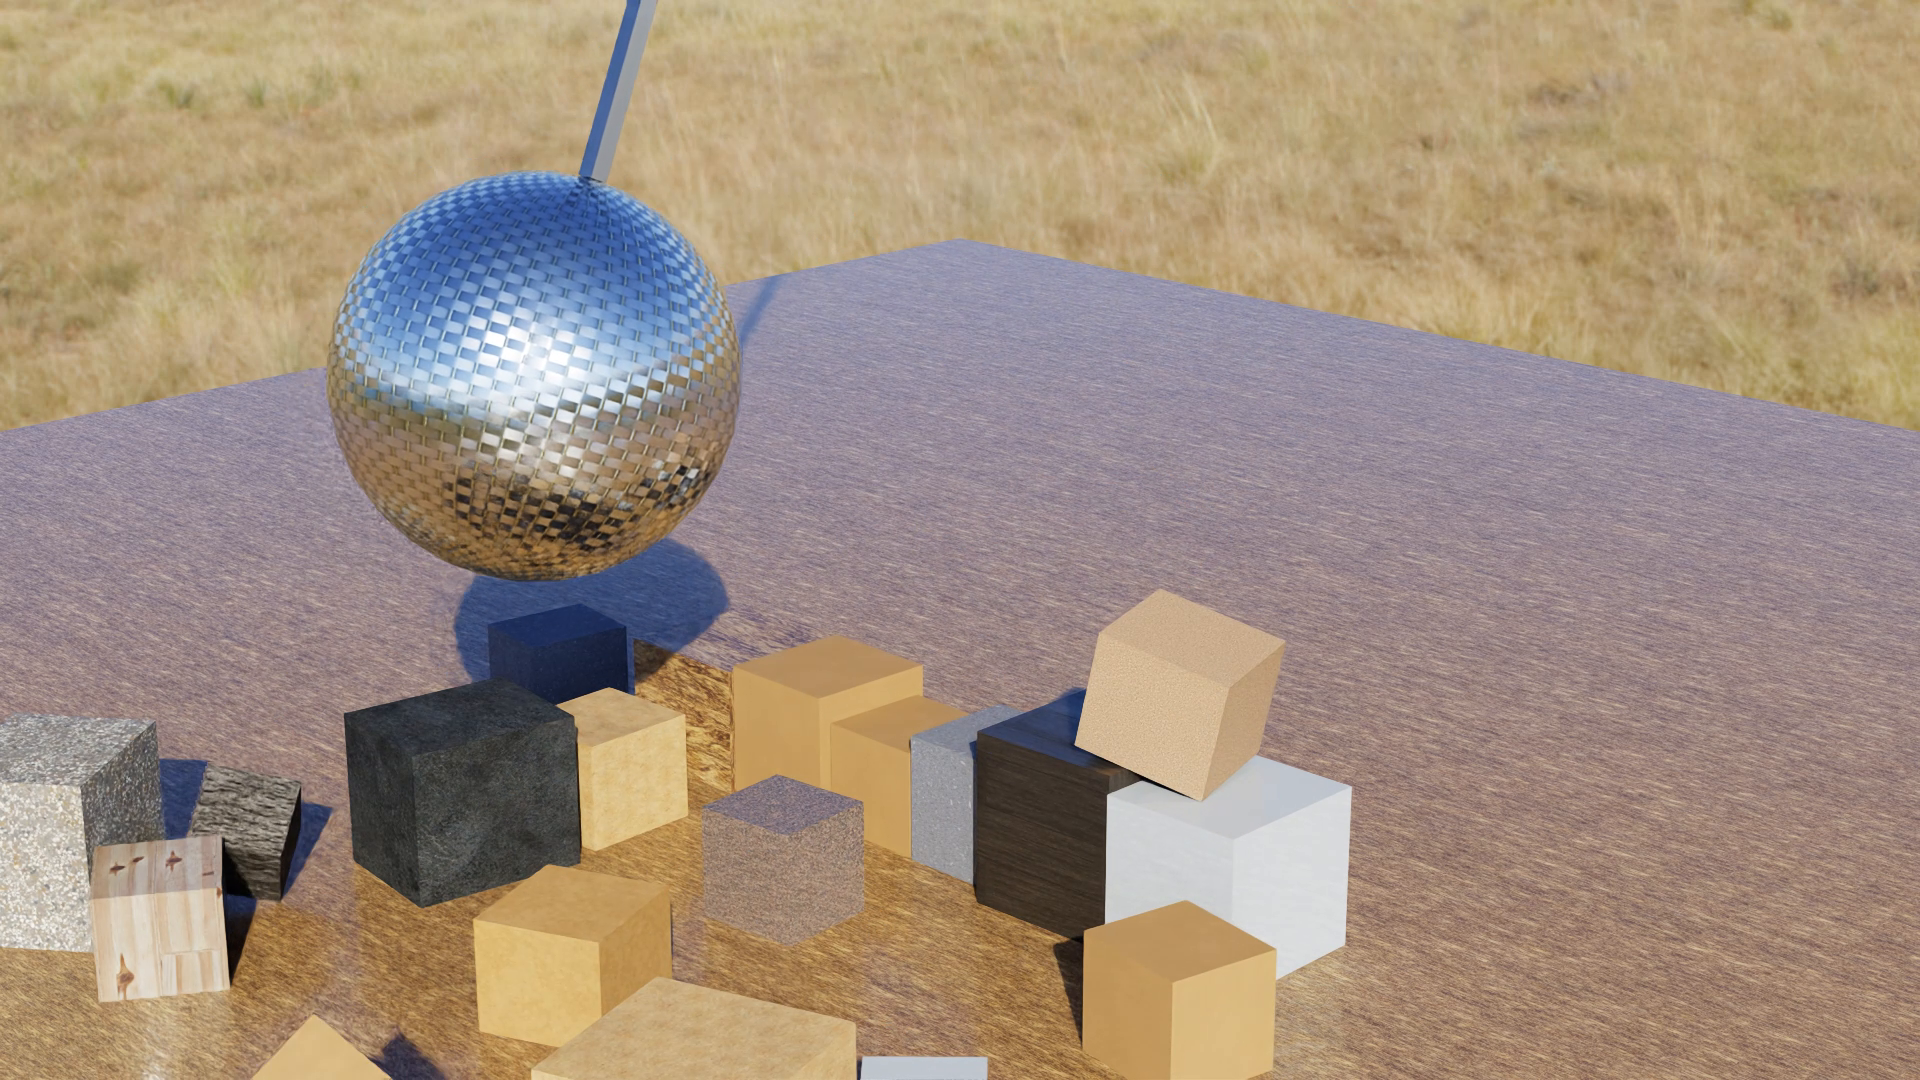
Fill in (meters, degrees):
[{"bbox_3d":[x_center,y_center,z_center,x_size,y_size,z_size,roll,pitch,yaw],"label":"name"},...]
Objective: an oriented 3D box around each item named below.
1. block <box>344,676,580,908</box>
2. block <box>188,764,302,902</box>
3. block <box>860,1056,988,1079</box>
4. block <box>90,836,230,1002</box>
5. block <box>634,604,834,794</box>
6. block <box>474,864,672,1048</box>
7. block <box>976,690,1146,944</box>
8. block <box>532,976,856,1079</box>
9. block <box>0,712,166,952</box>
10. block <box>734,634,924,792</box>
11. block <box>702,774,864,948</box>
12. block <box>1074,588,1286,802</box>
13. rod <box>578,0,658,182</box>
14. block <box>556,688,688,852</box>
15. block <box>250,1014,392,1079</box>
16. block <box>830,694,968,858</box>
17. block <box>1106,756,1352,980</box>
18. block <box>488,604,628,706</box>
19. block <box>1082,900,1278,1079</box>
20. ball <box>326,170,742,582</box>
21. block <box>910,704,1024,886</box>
[{"bbox_3d":[-2.286,1.145,13.486,0.819,0.729,0.671,-13,22,-35],"label":"block"},{"bbox_3d":[-3.196,1.314,13.101,0.413,0.412,0.397,11,52,-5],"label":"block"},{"bbox_3d":[-0.132,2.189,10.648,0.460,0.439,0.489,0,17,1],"label":"block"},{"bbox_3d":[-3.393,1.604,12.461,0.531,0.468,0.564,-4,18,-13],"label":"block"},{"bbox_3d":[-1.118,0.788,14.780,0.727,0.633,0.739,17,24,42],"label":"block"},{"bbox_3d":[-1.582,1.717,12.046,0.576,0.500,0.593,7,19,21],"label":"block"},{"bbox_3d":[0.616,1.230,13.057,0.765,0.823,0.763,16,23,41],"label":"block"},{"bbox_3d":[-0.907,2.129,10.196,0.814,0.824,0.797,9,19,25],"label":"block"},{"bbox_3d":[-4.009,1.283,12.972,0.677,0.773,0.795,3,18,8],"label":"block"},{"bbox_3d":[-0.639,0.923,14.308,0.671,0.660,0.628,-16,24,-42],"label":"block"},{"bbox_3d":[-0.780,1.413,12.975,0.516,0.524,0.493,14,22,37],"label":"block"},{"bbox_3d":[0.946,0.658,12.584,0.620,0.561,0.571,23,29,23],"label":"block"},{"bbox_3d":[-0.715,-3.904,11.365,0.080,5.200,0.080,17,1,42],"label":"rod"},{"bbox_3d":[-1.709,1.087,14.016,0.549,0.521,0.587,15,23,40],"label":"block"},{"bbox_3d":[-2.104,1.856,9.390,0.360,0.402,0.416,39,50,5],"label":"block"},{"bbox_3d":[-0.222,1.114,13.930,0.560,0.522,0.539,-16,24,-42],"label":"block"},{"bbox_3d":[1.149,1.420,12.590,0.689,0.741,0.797,16,24,42],"label":"block"},{"bbox_3d":[-2.114,0.668,15.445,0.562,0.464,0.466,-13,22,-36],"label":"block"},{"bbox_3d":[0.868,1.828,11.650,0.521,0.526,0.566,-12,21,-33],"label":"block"},{"bbox_3d":[-1.650,-0.635,11.413,1.600,1.600,1.600,0,17,0],"label":"ball"},{"bbox_3d":[0.165,1.183,13.553,0.585,0.616,0.518,-17,24,-42],"label":"block"}]
